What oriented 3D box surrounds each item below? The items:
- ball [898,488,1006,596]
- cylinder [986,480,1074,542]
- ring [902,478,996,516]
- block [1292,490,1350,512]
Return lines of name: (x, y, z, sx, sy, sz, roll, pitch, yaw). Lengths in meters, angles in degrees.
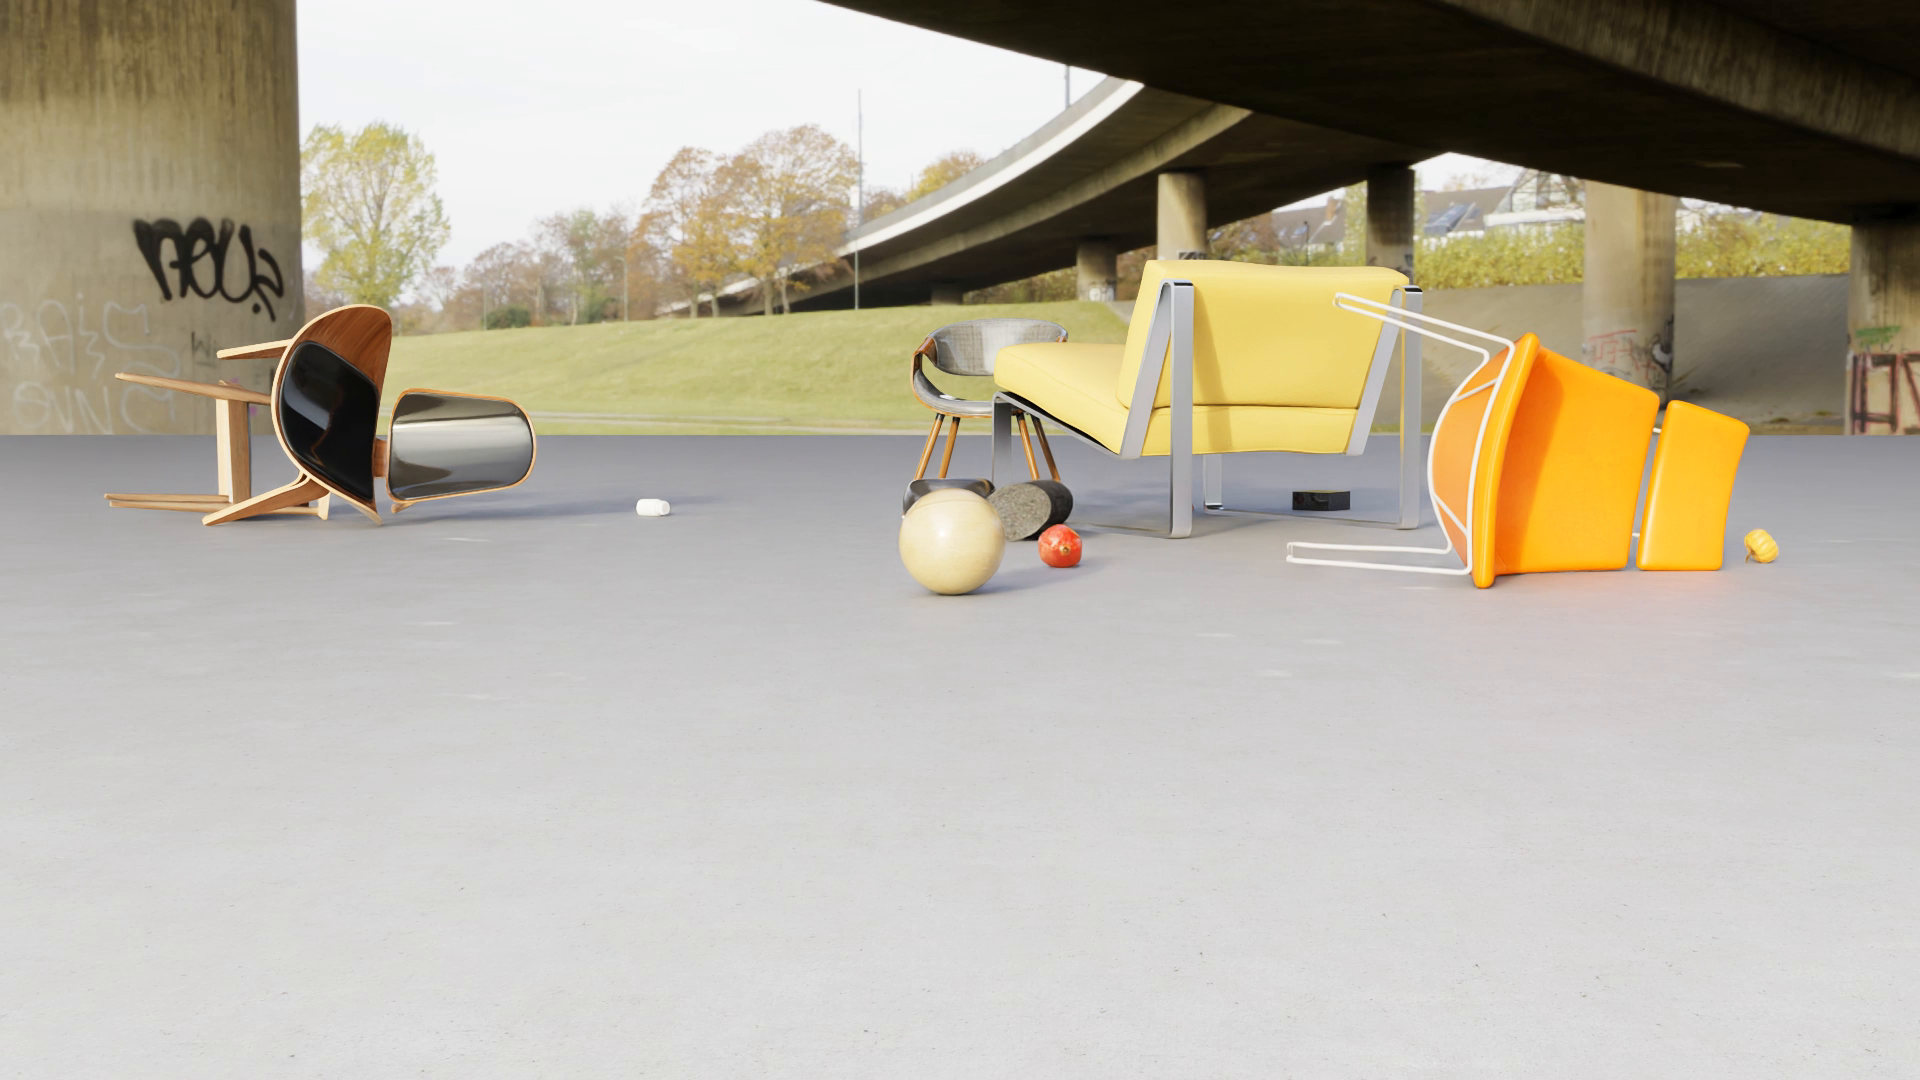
ball: (-0.017, 0.003, 4.793, 0.234, 0.234, 0.234, 0, 4, 0)
cylinder: (0.197, -0.089, 6.602, 0.235, 0.161, 0.265, -18, -2, 18)
ring: (-0.029, -0.108, 6.900, 0.311, 0.169, 0.265, 0, 1, 22)
block: (1.346, -0.147, 8.191, 0.150, 0.068, 0.169, 3, 5, 38)
